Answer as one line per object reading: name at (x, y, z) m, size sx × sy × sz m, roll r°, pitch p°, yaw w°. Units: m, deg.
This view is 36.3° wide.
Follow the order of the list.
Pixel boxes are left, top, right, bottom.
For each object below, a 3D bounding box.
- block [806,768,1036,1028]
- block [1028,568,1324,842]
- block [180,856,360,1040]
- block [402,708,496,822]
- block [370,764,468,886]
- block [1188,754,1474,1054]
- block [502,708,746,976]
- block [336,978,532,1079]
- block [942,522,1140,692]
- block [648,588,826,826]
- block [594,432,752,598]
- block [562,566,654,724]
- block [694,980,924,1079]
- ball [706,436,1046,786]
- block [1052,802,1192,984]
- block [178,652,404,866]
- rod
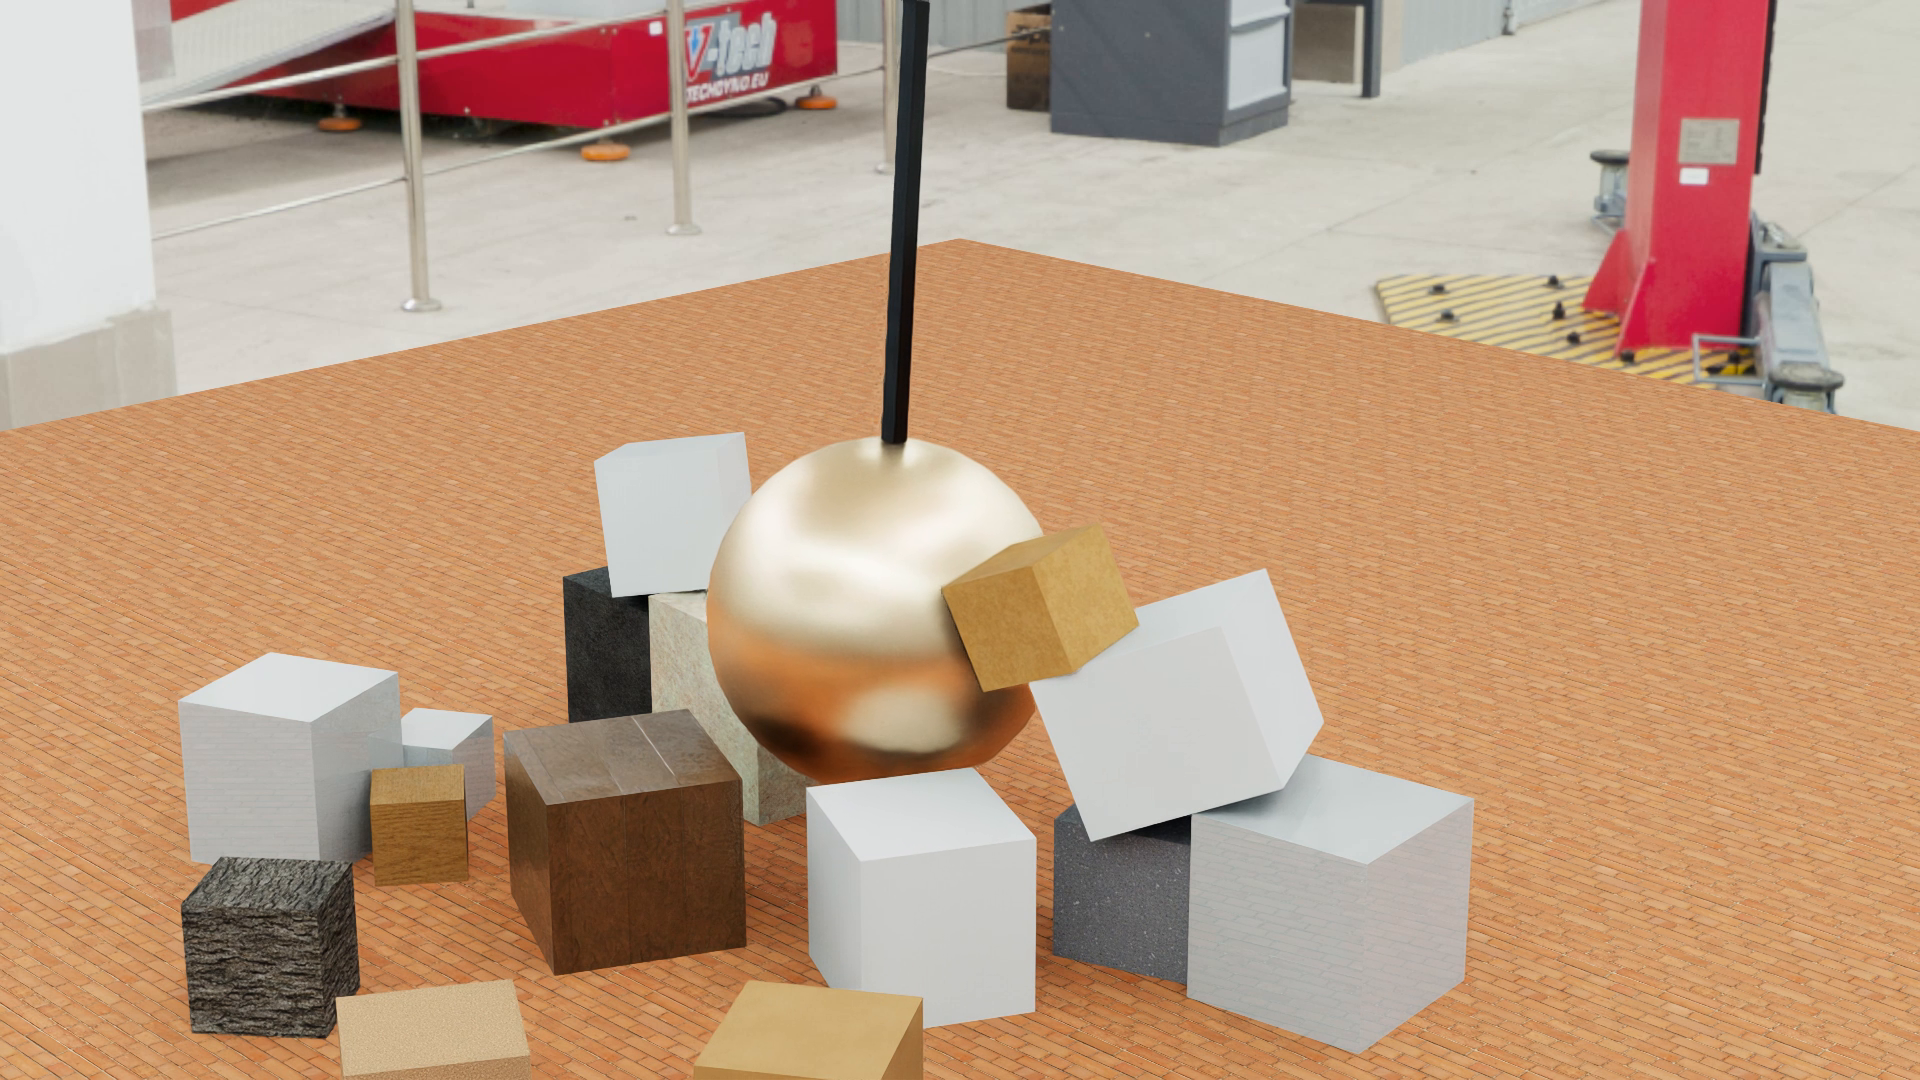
block at (-0.170, 1.501, 12.273) m, size 0.745 × 0.778 × 0.813 m, roll -6°, pitch 18°, yaw -17°
block at (0.923, 0.687, 12.344) m, size 0.869 × 0.721 × 0.828 m, roll -18°, pitch 9°, yaw 23°
block at (-2.829, 1.674, 12.066) m, size 0.561 × 0.571 × 0.486 m, roll 2°, pitch 18°, yaw 5°
block at (-2.529, 1.103, 14.135) m, size 0.409 × 0.419 × 0.471 m, roll 5°, pitch 18°, yaw 15°
block at (-2.486, 1.311, 13.502) m, size 0.419 × 0.402 × 0.434 m, roll -3°, pitch 18°, yaw -9°
block at (1.542, 1.492, 12.215) m, size 0.831 × 0.829 × 0.860 m, roll 13°, pitch 22°, yaw 36°
block at (-1.479, 1.308, 12.876) m, size 0.848 × 0.783 × 0.902 m, roll -6°, pitch 18°, yaw -19°
block at (-1.950, 2.054, 10.893) m, size 0.662 × 0.550 × 0.643 m, roll -4°, pitch 18°, yaw -13°
block at (0.341, 0.280, 12.266) m, size 0.489 × 0.475 × 0.531 m, roll -15°, pitch 11°, yaw 40°
block at (-0.925, 0.745, 14.437) m, size 0.820 × 0.922 × 0.911 m, roll -14°, pitch 22°, yaw -37°
block at (-1.406, -0.133, 14.677) m, size 0.618 × 0.682 × 0.622 m, roll -5°, pitch 9°, yaw 10°
block at (-1.479, 0.592, 15.110) m, size 0.780 × 0.810 × 0.812 m, roll -14°, pitch 22°, yaw -38°
block at (-0.529, 2.084, 10.507) m, size 0.659 × 0.723 × 0.683 m, roll 4°, pitch 18°, yaw 12°
ball at (-0.335, 0.336, 13.096) m, size 1.600 × 1.600 × 1.600 m, roll 0°, pitch 17°, yaw 0°
block at (0.849, 1.453, 12.664) m, size 0.691 × 0.635 × 0.622 m, roll 9°, pitch 19°, yaw 26°
block at (-3.099, 1.054, 13.667) m, size 0.717 × 0.794 × 0.713 m, roll 7°, pitch 19°, yaw 22°
rod at (-0.145, -2.955, 12.261) m, size 0.080 × 5.200 × 0.080 m, roll 17°, pitch 19°, yaw 42°
